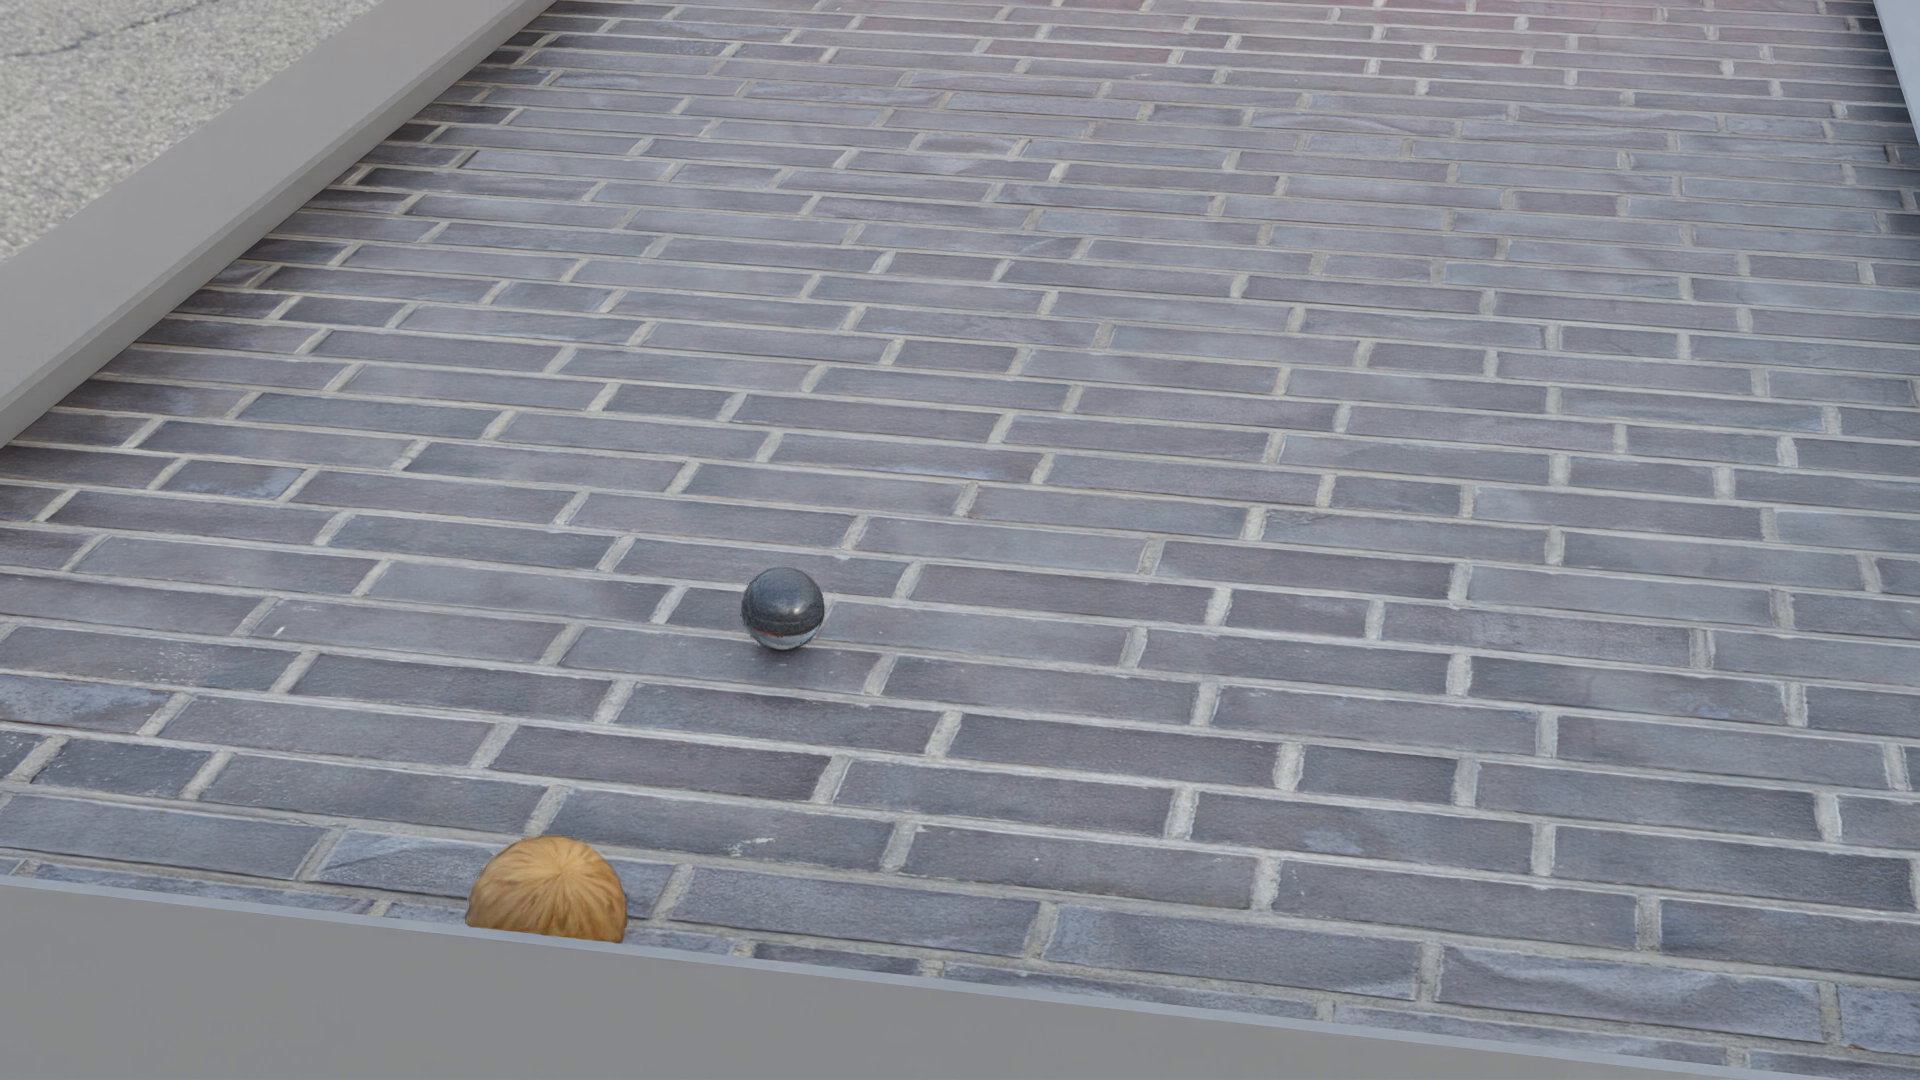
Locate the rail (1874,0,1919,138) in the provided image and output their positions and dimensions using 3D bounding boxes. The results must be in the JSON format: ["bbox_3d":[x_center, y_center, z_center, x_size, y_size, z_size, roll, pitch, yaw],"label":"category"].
[{"bbox_3d":[0.817,-0.241,2.355,0.045,0.126,2.589,5,26,10],"label":"rail"}]

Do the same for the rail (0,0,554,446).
[{"bbox_3d":[-0.565,-0.358,2.603,0.045,0.126,2.589,5,26,10],"label":"rail"}]

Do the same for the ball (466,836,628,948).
[{"bbox_3d":[-0.209,0.190,1.492,0.080,0.080,0.080,0,25,0],"label":"ball"}]

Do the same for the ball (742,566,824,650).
[{"bbox_3d":[-0.111,0.043,1.839,0.052,0.052,0.052,0,25,0],"label":"ball"}]

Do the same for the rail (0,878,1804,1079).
[{"bbox_3d":[-0.121,0.231,1.351,1.456,0.126,0.045,5,26,10],"label":"rail"}]
